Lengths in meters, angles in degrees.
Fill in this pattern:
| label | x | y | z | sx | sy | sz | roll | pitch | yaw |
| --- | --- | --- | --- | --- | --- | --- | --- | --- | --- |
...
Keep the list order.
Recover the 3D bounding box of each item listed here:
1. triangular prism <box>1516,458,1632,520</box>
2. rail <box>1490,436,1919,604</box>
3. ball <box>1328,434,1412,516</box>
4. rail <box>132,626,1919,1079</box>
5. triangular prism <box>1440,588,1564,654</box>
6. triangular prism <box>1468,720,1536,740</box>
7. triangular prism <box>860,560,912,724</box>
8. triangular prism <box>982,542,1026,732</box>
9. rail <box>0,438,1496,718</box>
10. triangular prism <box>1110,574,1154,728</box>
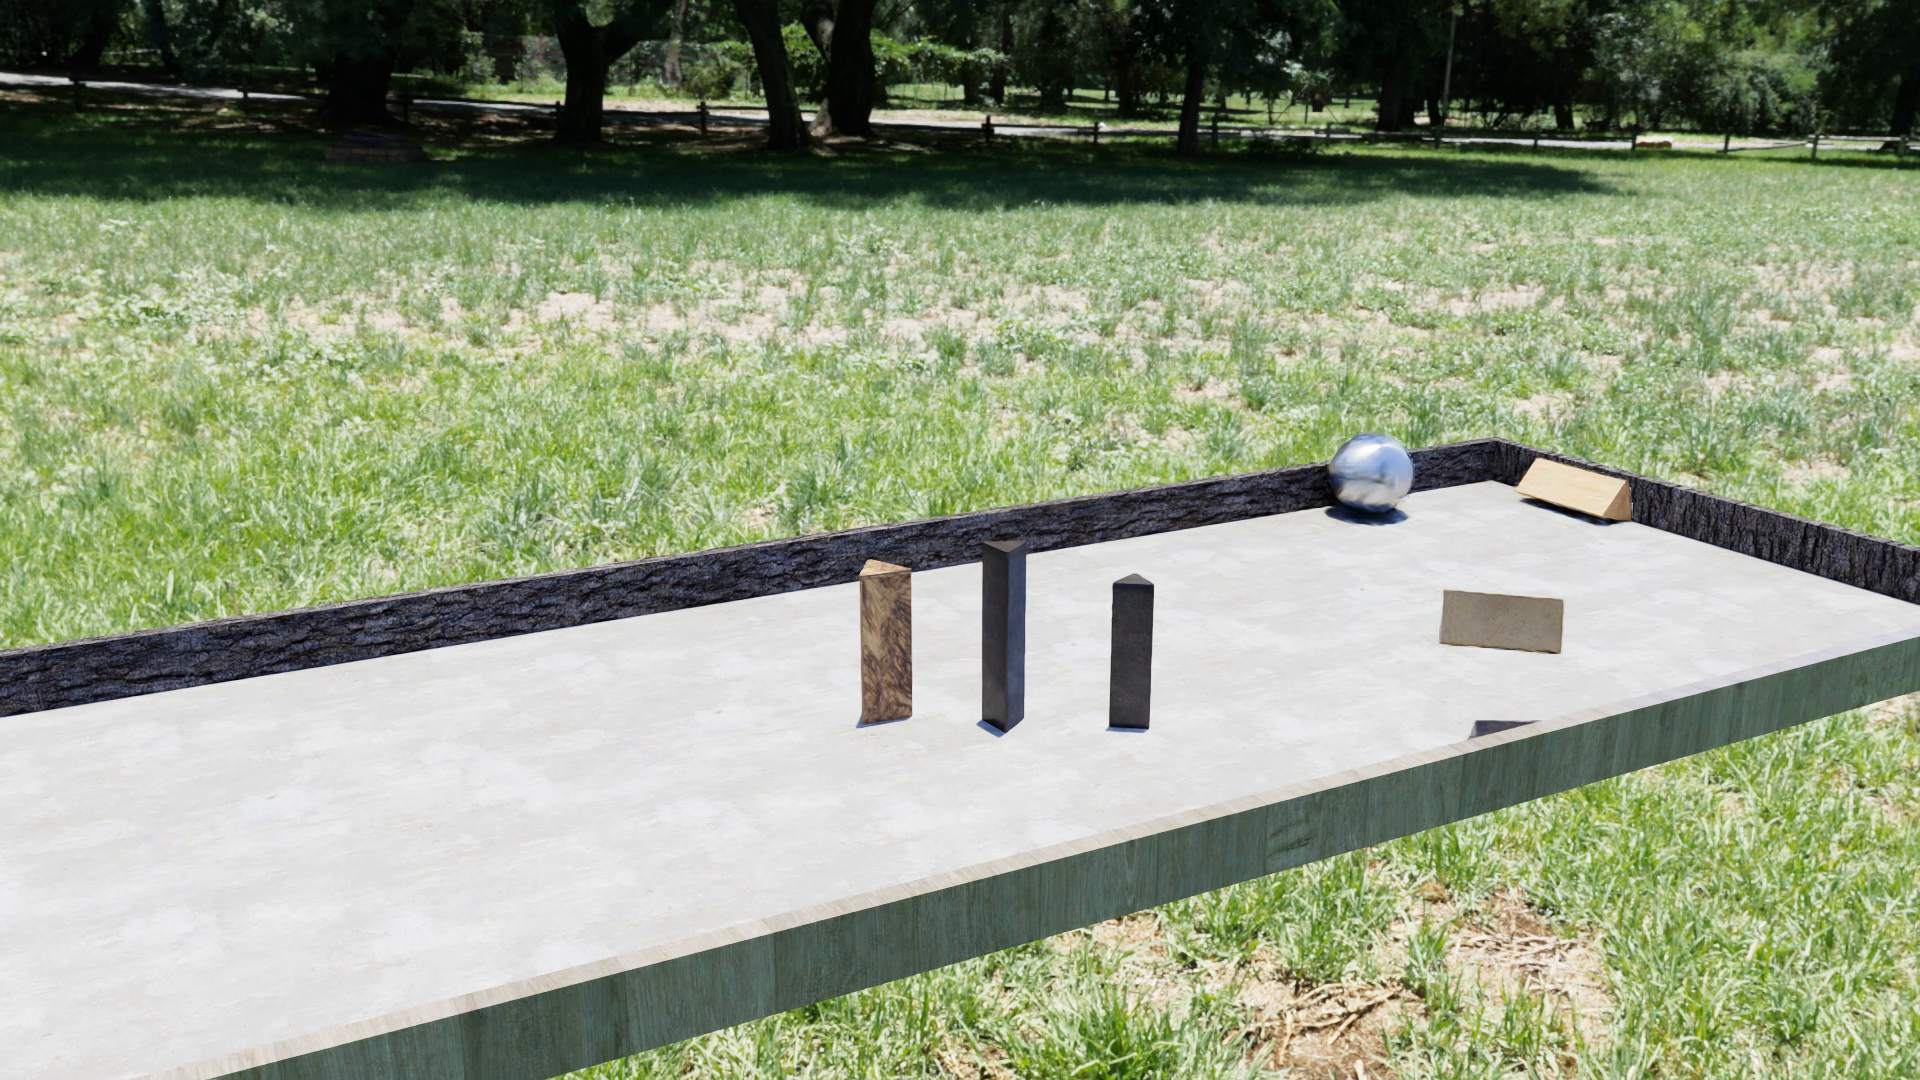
| label | x | y | z | sx | sy | sz | roll | pitch | yaw |
| --- | --- | --- | --- | --- | --- | --- | --- | --- | --- |
| triangular prism | 2.124 | -0.181 | 5.685 | 0.149 | 0.129 | 0.385 | 4 | 12 | -30 |
| rail | 2.466 | -0.048 | 5.253 | 0.050 | 0.150 | 2.100 | -9 | 18 | -27 |
| ball | 1.400 | -0.224 | 5.624 | 0.278 | 0.278 | 0.278 | 0 | 16 | 0 |
| rail | -2.336 | 1.006 | 1.665 | 12.000 | 0.150 | 0.050 | -9 | 18 | -27 |
| triangular prism | 1.450 | 0.205 | 4.418 | 0.306 | 0.128 | 0.148 | 4 | 17 | 15 |
| triangular prism | 1.310 | 0.441 | 3.706 | 0.306 | 0.075 | 0.087 | 1 | 19 | 3 |
| triangular prism | -0.193 | 0.236 | 3.901 | 0.127 | 0.367 | 0.110 | -7 | 18 | -23 |
| triangular prism | 0.116 | 0.219 | 3.832 | 0.086 | 0.438 | 0.100 | -11 | 19 | -32 |
| rail | -3.305 | 0.497 | 3.399 | 12.000 | 0.150 | 0.050 | -9 | 18 | -27 |
| triangular prism | 0.401 | 0.258 | 3.848 | 0.094 | 0.355 | 0.081 | 2 | 17 | 8 |
